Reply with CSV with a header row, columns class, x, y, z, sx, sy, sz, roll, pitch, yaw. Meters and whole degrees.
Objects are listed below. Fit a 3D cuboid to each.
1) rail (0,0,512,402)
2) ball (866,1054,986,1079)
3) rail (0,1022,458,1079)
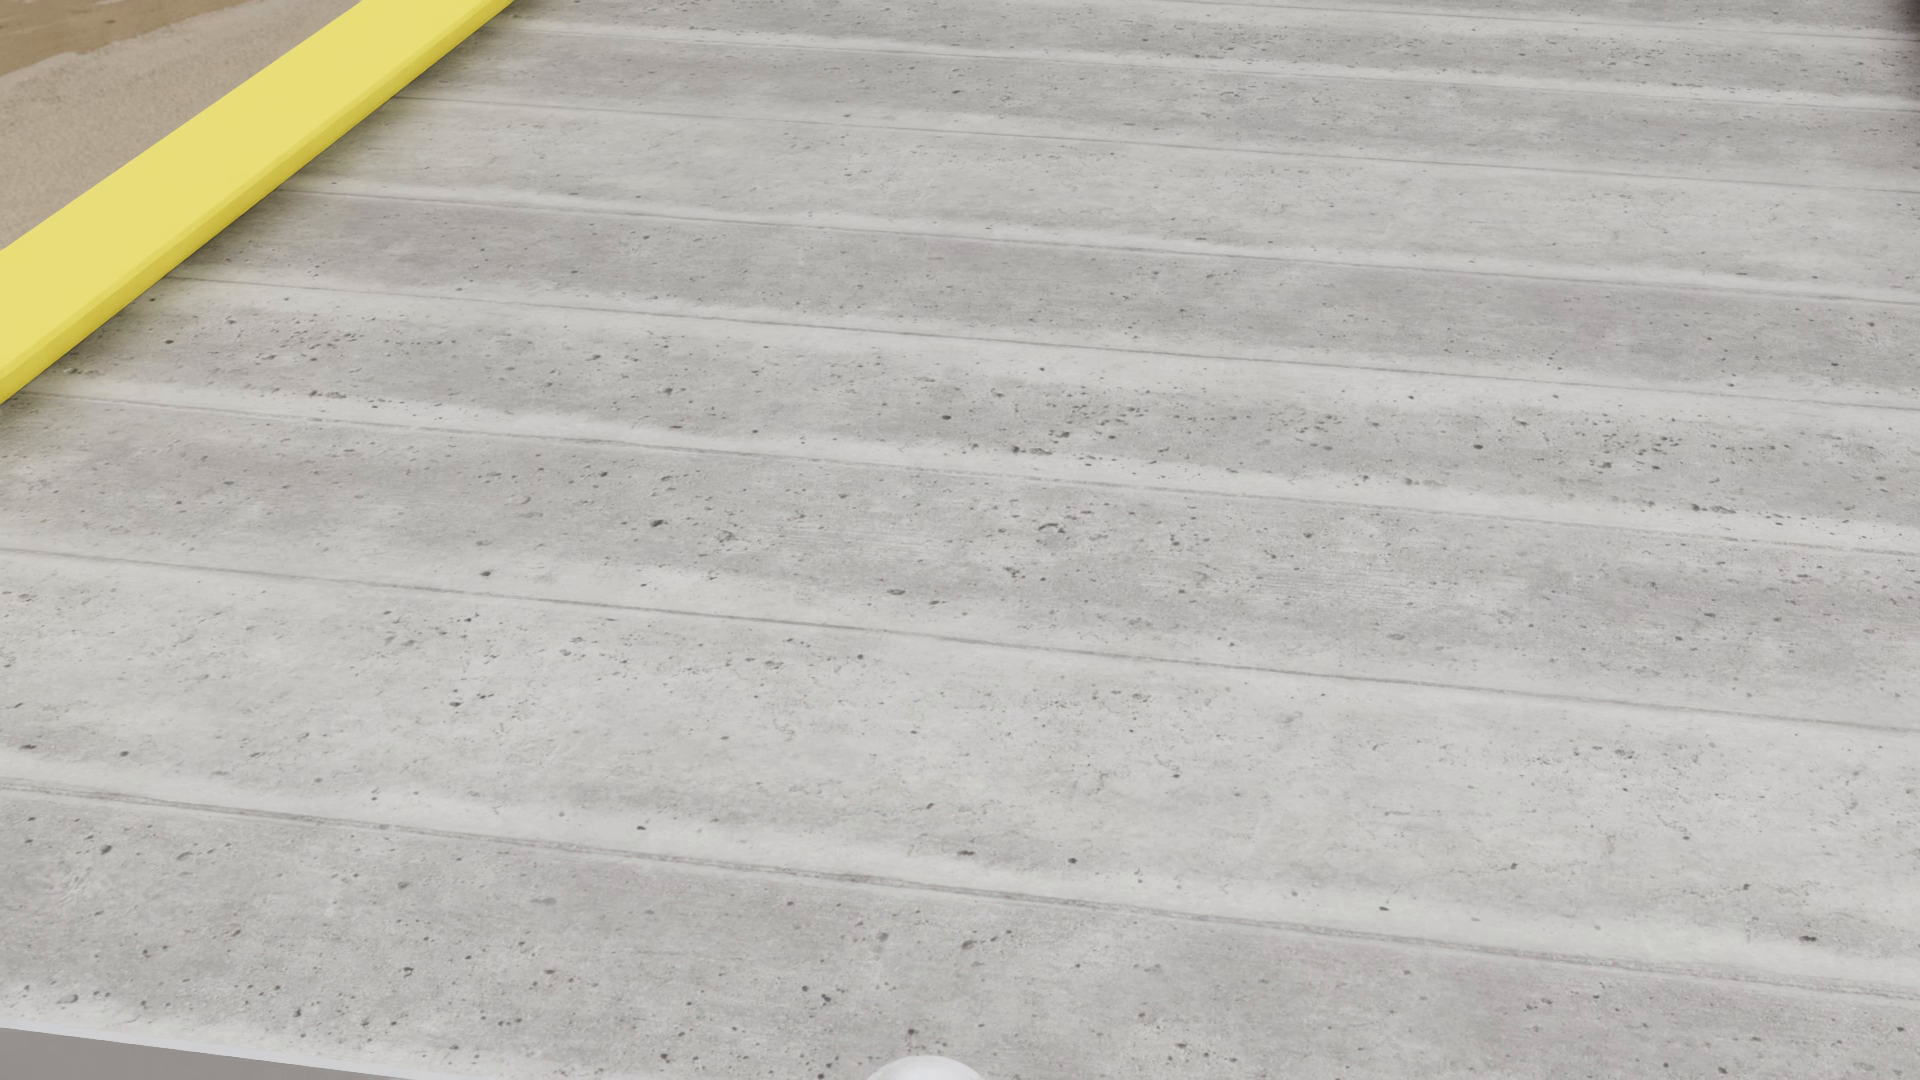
class,x,y,z,sx,sy,sz,roll,pitch,yaw
rail,-0.576,-0.376,2.612,0.045,0.107,2.797,5,26,10
ball,-0.015,0.268,1.307,0.077,0.077,0.077,0,26,0
rail,-0.135,0.271,1.266,1.509,0.107,0.045,5,26,10
